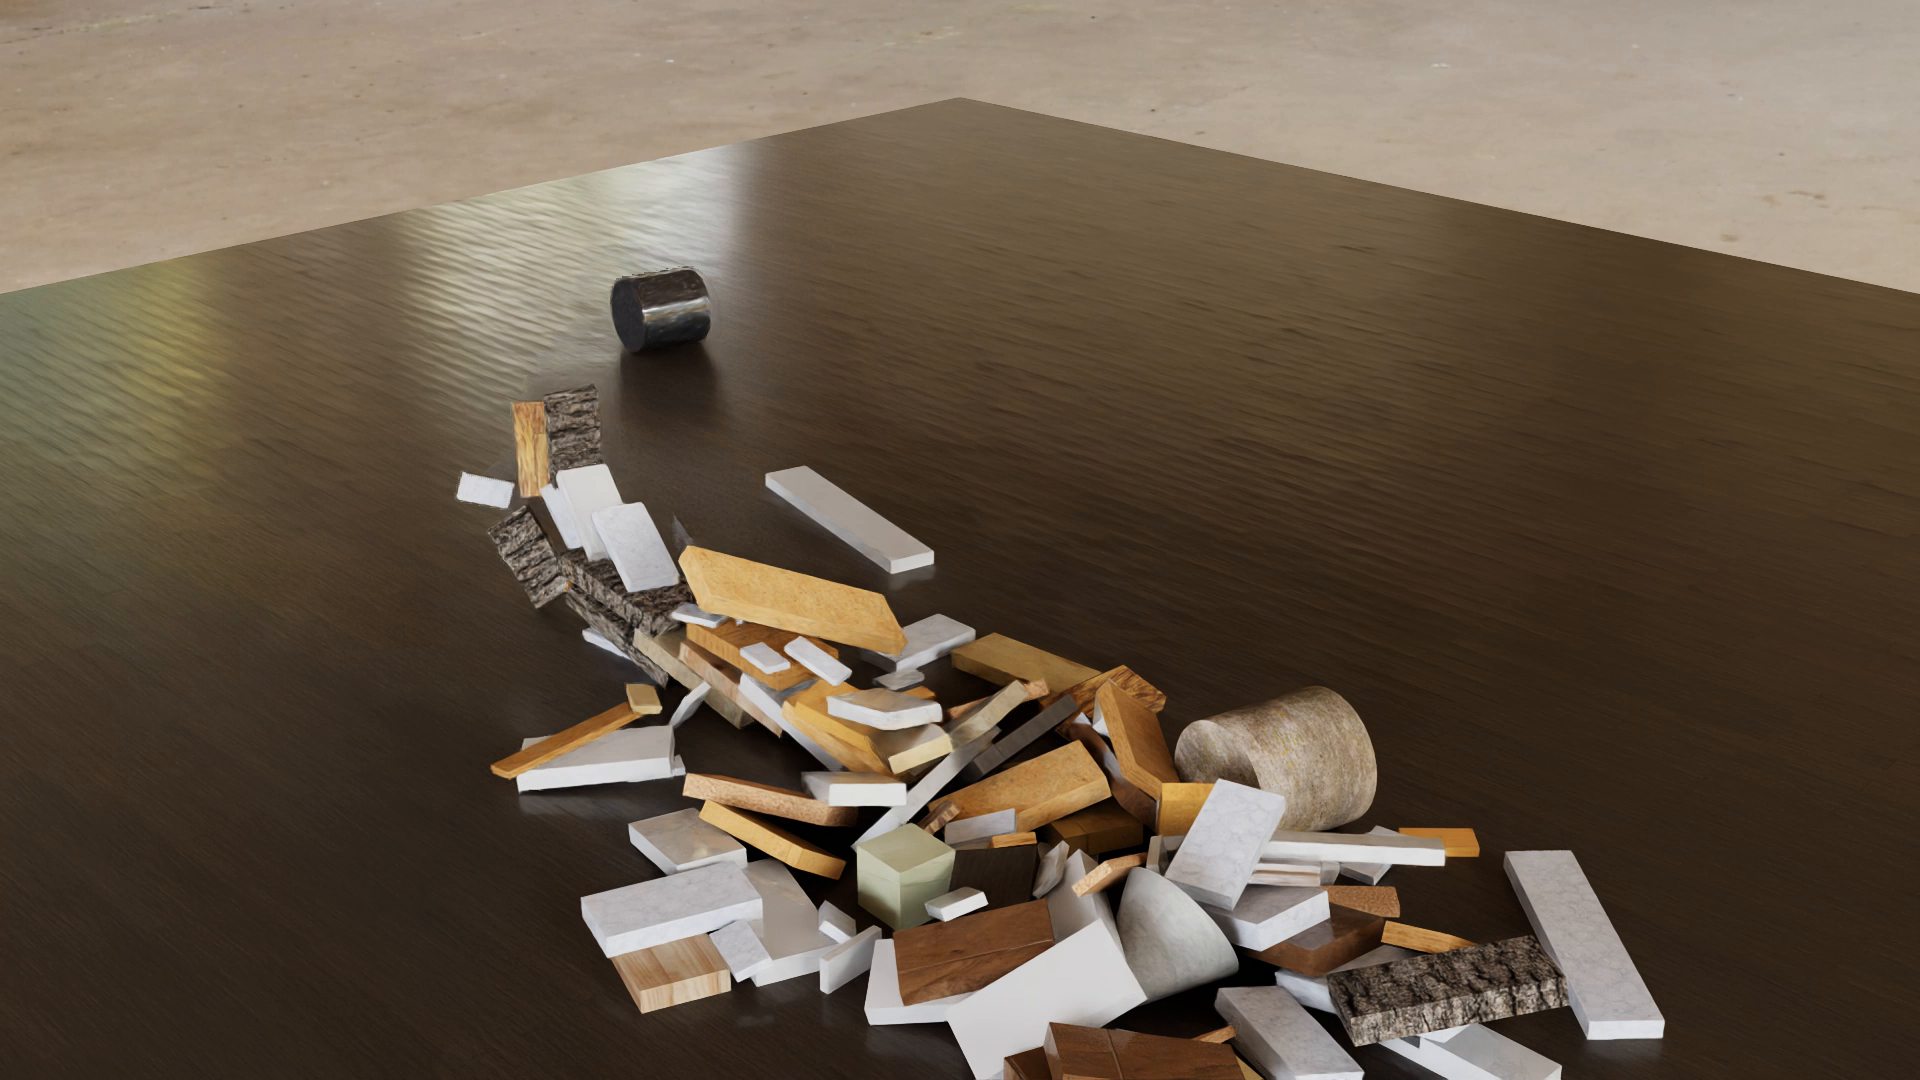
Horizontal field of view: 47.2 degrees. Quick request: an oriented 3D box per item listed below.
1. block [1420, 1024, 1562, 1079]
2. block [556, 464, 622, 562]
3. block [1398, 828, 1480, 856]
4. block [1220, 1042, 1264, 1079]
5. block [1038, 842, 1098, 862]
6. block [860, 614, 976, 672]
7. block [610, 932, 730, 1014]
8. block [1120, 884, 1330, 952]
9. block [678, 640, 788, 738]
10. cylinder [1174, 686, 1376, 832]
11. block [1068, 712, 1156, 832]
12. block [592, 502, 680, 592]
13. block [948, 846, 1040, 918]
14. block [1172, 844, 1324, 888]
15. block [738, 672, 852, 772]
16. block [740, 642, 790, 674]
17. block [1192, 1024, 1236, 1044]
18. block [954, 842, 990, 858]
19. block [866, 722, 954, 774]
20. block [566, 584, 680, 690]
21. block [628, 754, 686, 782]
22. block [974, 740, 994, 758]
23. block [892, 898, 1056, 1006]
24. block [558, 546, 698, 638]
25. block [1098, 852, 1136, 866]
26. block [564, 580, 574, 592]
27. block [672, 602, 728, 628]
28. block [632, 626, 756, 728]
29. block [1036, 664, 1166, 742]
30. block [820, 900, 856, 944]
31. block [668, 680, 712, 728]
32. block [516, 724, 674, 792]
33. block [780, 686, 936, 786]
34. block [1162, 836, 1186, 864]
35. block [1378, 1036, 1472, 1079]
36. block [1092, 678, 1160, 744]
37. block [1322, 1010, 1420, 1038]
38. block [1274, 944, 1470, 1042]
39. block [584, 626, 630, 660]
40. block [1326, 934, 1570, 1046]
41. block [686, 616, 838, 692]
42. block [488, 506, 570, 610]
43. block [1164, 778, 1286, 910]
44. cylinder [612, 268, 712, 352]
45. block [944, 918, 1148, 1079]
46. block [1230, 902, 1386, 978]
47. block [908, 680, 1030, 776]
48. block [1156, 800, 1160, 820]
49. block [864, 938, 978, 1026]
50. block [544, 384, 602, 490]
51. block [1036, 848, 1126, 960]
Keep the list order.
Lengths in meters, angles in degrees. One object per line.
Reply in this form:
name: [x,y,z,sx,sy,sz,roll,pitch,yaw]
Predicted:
block: [0.875,0.856,3.631,0.103,0.029,0.205,-20,30,-39]
block: [-0.847,-0.066,5.143,0.120,0.034,0.239,-11,59,-29]
block: [0.942,0.595,4.331,0.146,0.021,0.073,1,23,1]
block: [0.327,0.925,3.517,0.354,0.050,0.177,-13,26,-28]
block: [0.204,0.619,4.279,0.121,0.017,0.060,7,24,17]
block: [-0.097,0.243,5.143,0.251,0.036,0.126,-21,31,-40]
block: [-0.548,0.730,3.981,0.164,0.047,0.329,-10,25,-23]
block: [0.475,0.653,3.973,0.177,0.050,0.354,-17,14,-36]
block: [-0.447,0.300,4.836,0.326,0.046,0.163,34,38,28]
cylinder: [0.619,0.456,4.327,0.281,0.281,0.281,-14,27,-29]
block: [0.340,0.482,4.432,0.167,0.047,0.335,39,7,-27]
block: [-0.745,0.015,5.052,0.120,0.034,0.239,-10,50,-28]
block: [0.052,0.679,3.974,0.154,0.044,0.308,-5,35,13]
block: [0.524,0.590,3.994,0.263,0.037,0.131,2,4,12]
block: [-0.304,0.368,4.704,0.326,0.046,0.163,38,40,29]
block: [-0.414,0.251,4.662,0.055,0.016,0.111,-14,28,-34]
block: [0.404,0.838,3.664,0.066,0.019,0.132,-25,-13,27]
block: [0.060,0.601,4.228,0.164,0.023,0.082,-9,-20,-5]
block: [-0.102,0.403,4.377,0.125,0.035,0.250,-21,9,-10]
block: [-0.724,0.196,5.071,0.354,0.050,0.177,37,39,27]
block: [-0.640,0.479,4.609,0.118,0.017,0.059,-7,23,-16]
block: [0.019,0.448,4.687,0.105,0.015,0.053,-3,23,-7]
block: [0.027,0.709,3.787,0.274,0.039,0.137,-13,37,2]
block: [-0.745,0.102,5.055,0.177,0.050,0.354,-20,38,-40]
block: [0.270,0.621,4.156,0.076,0.021,0.151,-13,-12,-28]
block: [-0.838,0.143,5.165,0.172,0.024,0.086,37,38,26]
block: [-0.572,0.166,4.843,0.111,0.016,0.055,12,25,22]
block: [-0.547,0.278,4.923,0.354,0.050,0.177,34,38,29]
block: [0.310,0.364,4.818,0.268,0.038,0.134,-20,43,-39]
block: [-0.222,0.698,3.993,0.069,0.020,0.138,35,3,-6]
block: [-0.585,0.358,4.754,0.019,0.133,0.067,46,54,6]
block: [-0.760,0.455,4.598,0.314,0.044,0.157,-5,21,-3]
block: [-0.210,0.408,4.605,0.308,0.044,0.154,35,39,26]
block: [0.490,0.598,4.181,0.210,0.105,0.030,-5,52,9]
block: [0.814,0.854,3.710,0.103,0.029,0.205,-21,31,-40]
block: [0.349,0.388,4.605,0.148,0.042,0.295,42,11,-3]
block: [0.732,0.799,3.771,0.103,0.029,0.205,-21,16,-39]
block: [0.732,0.762,3.756,0.175,0.050,0.351,-20,16,-38]
block: [-0.798,0.234,5.179,0.172,0.024,0.086,19,29,37]
block: [0.793,0.735,3.594,0.351,0.050,0.175,-11,12,-1]
block: [-0.432,0.227,4.792,0.163,0.046,0.326,-19,31,-39]
block: [-1.039,0.041,5.347,0.113,0.227,0.032,-32,-1,6]
block: [0.476,0.543,3.945,0.129,0.036,0.257,14,44,25]
cylinder: [-0.983,-0.757,7.236,0.241,0.241,0.241,-15,27,-32]
block: [0.141,0.773,3.652,0.307,0.043,0.153,-31,46,-1]
block: [0.573,0.693,3.952,0.175,0.050,0.351,-16,13,-34]
block: [0.010,0.382,4.460,0.139,0.039,0.278,-37,1,-44]
block: [0.412,0.562,4.280,0.061,0.121,0.017,-1,23,-2]
block: [-0.002,0.757,3.804,0.308,0.044,0.154,-5,38,12]
block: [-0.908,-0.242,5.169,0.120,0.239,0.034,-15,37,-25]
block: [0.192,0.708,3.882,0.050,0.177,0.354,40,14,-19]
